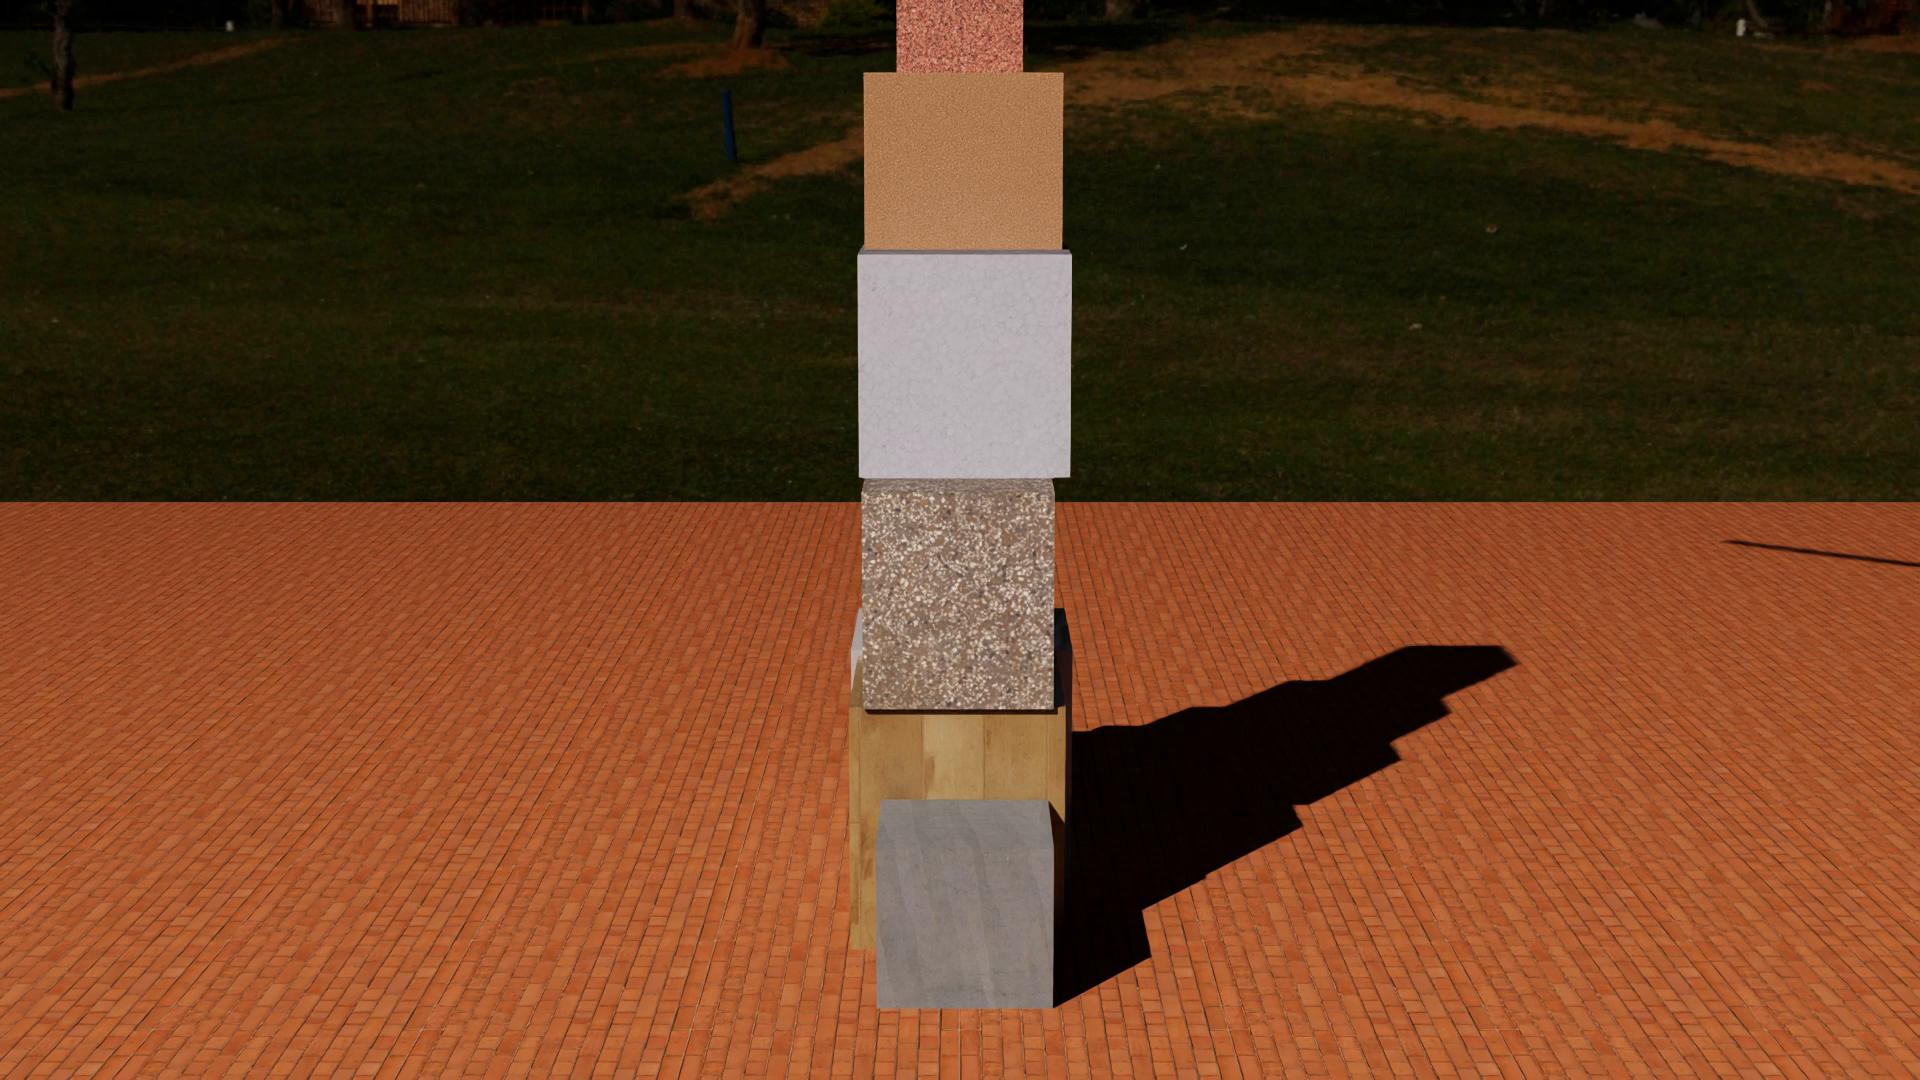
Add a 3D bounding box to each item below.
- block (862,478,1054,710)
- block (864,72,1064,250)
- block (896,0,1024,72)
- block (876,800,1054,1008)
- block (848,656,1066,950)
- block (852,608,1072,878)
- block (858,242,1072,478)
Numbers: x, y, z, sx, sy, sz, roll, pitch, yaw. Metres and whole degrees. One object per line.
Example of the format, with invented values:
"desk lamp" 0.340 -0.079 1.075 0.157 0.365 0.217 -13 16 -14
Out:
"block" -0.007 0.175 10.517 0.758 0.873 0.777 0 10 0
"block" 0.014 -1.617 10.897 0.813 0.719 0.780 0 10 0
"block" 0.000 -2.254 10.786 0.518 0.574 0.572 0 10 0
"block" 0.018 1.412 10.028 0.671 0.633 0.663 0 10 0
"block" -0.011 1.084 10.781 0.866 1.010 0.915 0 10 0
"block" 0.008 0.908 11.678 0.963 1.035 0.894 0 10 0
"block" 0.019 -0.767 10.737 0.857 0.901 0.810 0 10 0
